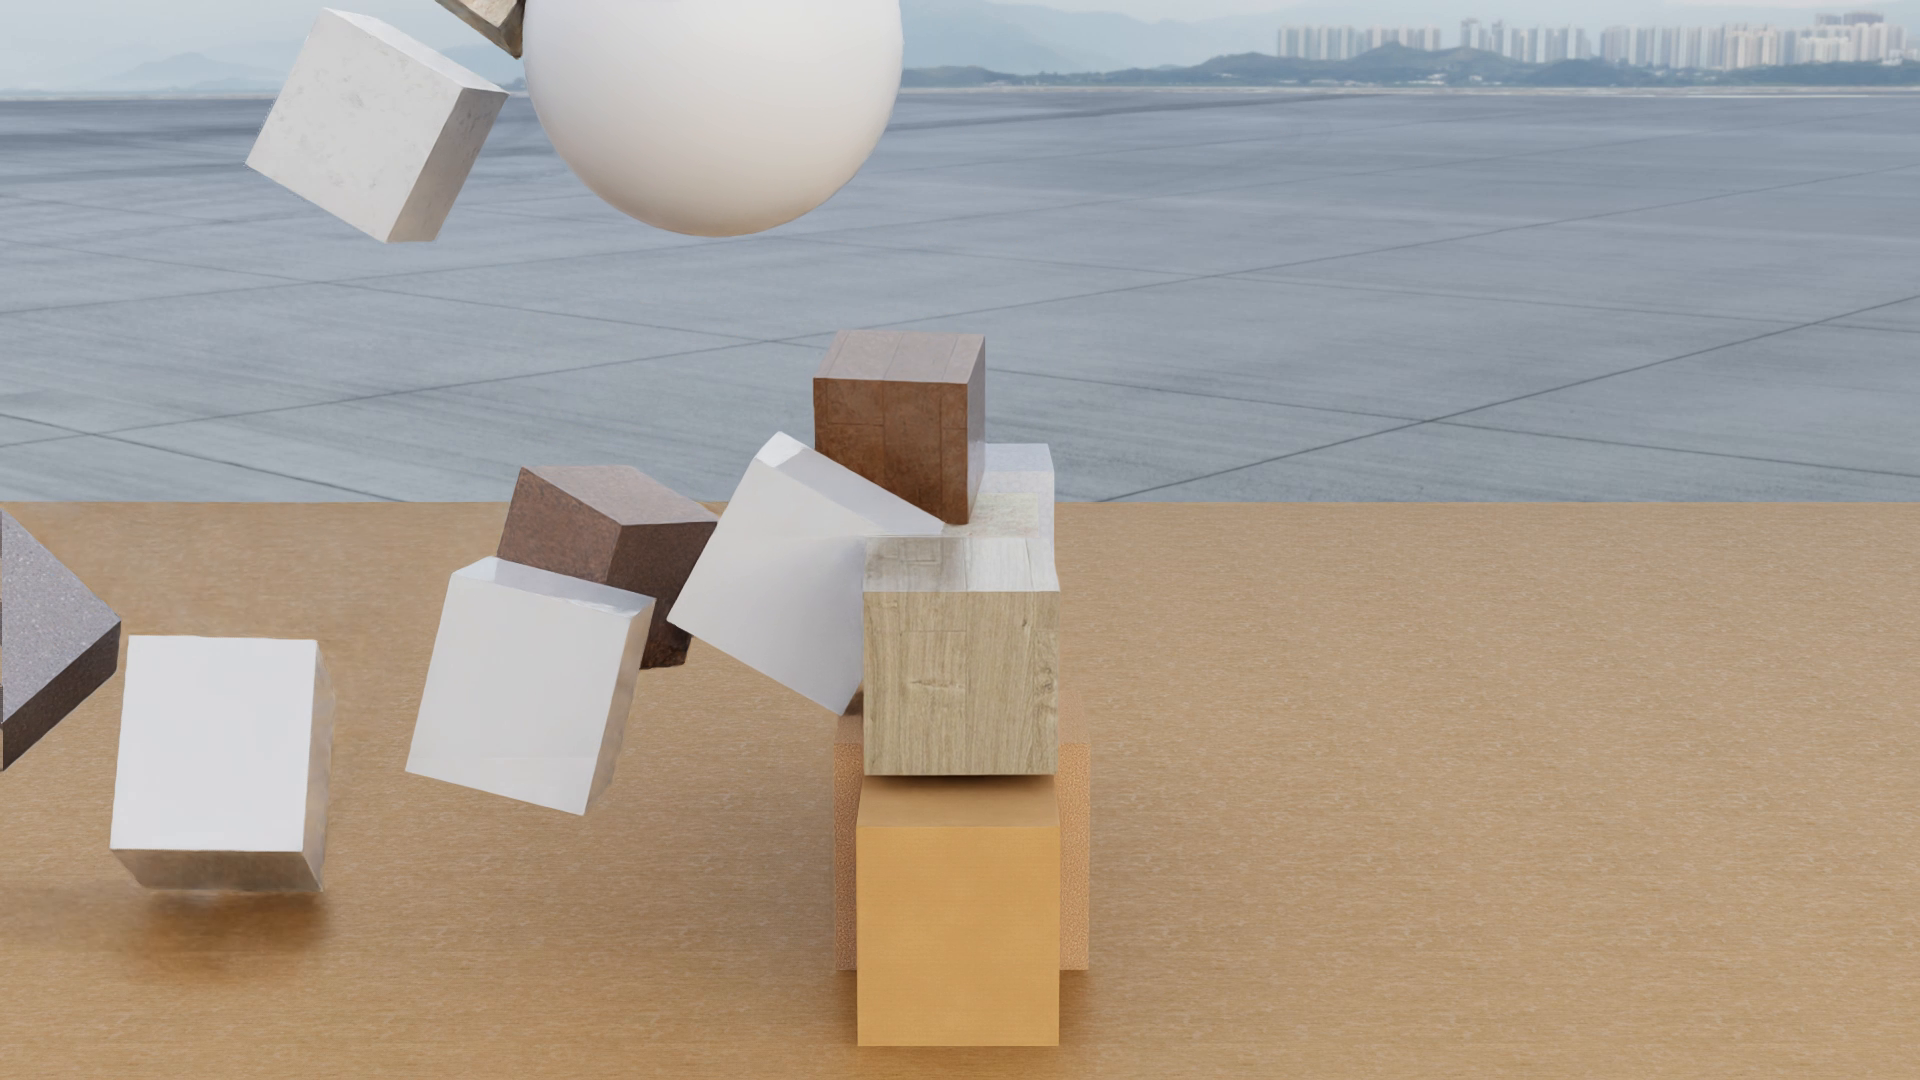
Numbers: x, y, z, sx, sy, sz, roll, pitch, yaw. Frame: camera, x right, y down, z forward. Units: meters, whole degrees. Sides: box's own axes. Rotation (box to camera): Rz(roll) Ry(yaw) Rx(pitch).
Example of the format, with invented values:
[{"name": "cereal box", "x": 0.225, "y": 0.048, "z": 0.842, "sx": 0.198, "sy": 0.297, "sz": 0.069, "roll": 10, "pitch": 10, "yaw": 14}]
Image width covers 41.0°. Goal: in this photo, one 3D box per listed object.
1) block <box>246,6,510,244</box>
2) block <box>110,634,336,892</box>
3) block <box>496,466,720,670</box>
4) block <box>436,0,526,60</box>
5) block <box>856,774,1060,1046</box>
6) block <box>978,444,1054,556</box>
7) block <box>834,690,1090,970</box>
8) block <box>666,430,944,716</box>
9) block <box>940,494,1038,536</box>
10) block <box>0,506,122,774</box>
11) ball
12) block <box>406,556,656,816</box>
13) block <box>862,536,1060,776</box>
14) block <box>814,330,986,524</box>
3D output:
[{"name": "block", "x": -2.507, "y": -1.783, "z": 11.098, "sx": 0.684, "sy": 0.743, "sz": 0.669, "roll": 30, "pitch": 10, "yaw": 2}, {"name": "block", "x": -3.078, "y": 0.957, "z": 10.800, "sx": 0.745, "sy": 0.881, "sz": 0.910, "roll": 2, "pitch": -18, "yaw": -8}, {"name": "block", "x": -1.739, "y": 0.134, "z": 12.521, "sx": 0.711, "sy": 0.780, "sz": 0.740, "roll": 28, "pitch": 18, "yaw": 32}, {"name": "block", "x": -2.027, "y": -2.466, "z": 11.140, "sx": 0.484, "sy": 0.441, "sz": 0.551, "roll": 36, "pitch": -3, "yaw": 2}, {"name": "block", "x": -0.006, "y": 1.371, "z": 9.706, "sx": 0.736, "sy": 0.831, "sz": 0.801, "roll": 0, "pitch": 10, "yaw": 0}, {"name": "block", "x": -0.013, "y": 0.009, "z": 12.383, "sx": 0.899, "sy": 0.828, "sz": 0.907, "roll": 0, "pitch": 10, "yaw": 0}, {"name": "block", "x": 0.006, "y": 1.172, "z": 10.524, "sx": 1.005, "sy": 0.929, "sz": 0.869, "roll": 0, "pitch": 10, "yaw": 0}, {"name": "block", "x": -0.629, "y": 0.124, "z": 10.722, "sx": 0.814, "sy": 0.765, "sz": 0.776, "roll": 29, "pitch": 11, "yaw": -2}, {"name": "block", "x": -0.014, "y": 0.230, "z": 11.533, "sx": 0.725, "sy": 0.716, "sz": 0.766, "roll": 0, "pitch": 15, "yaw": 1}, {"name": "block", "x": -4.233, "y": 0.459, "z": 11.142, "sx": 0.790, "sy": 0.772, "sz": 0.745, "roll": -47, "pitch": 0, "yaw": -28}, {"name": "ball", "x": -1.035, "y": -2.078, "z": 10.803, "sx": 1.600, "sy": 1.600, "sz": 1.600, "roll": 0, "pitch": 10, "yaw": 0}, {"name": "block", "x": -1.804, "y": 0.602, "z": 10.885, "sx": 0.755, "sy": 0.843, "sz": 0.765, "roll": 14, "pitch": 5, "yaw": 0}, {"name": "block", "x": -0.003, "y": 0.436, "z": 9.956, "sx": 0.729, "sy": 0.719, "sz": 0.787, "roll": 0, "pitch": 15, "yaw": -1}, {"name": "block", "x": -0.259, "y": -0.514, "z": 11.483, "sx": 0.671, "sy": 0.656, "sz": 0.681, "roll": 3, "pitch": 23, "yaw": 7}]
